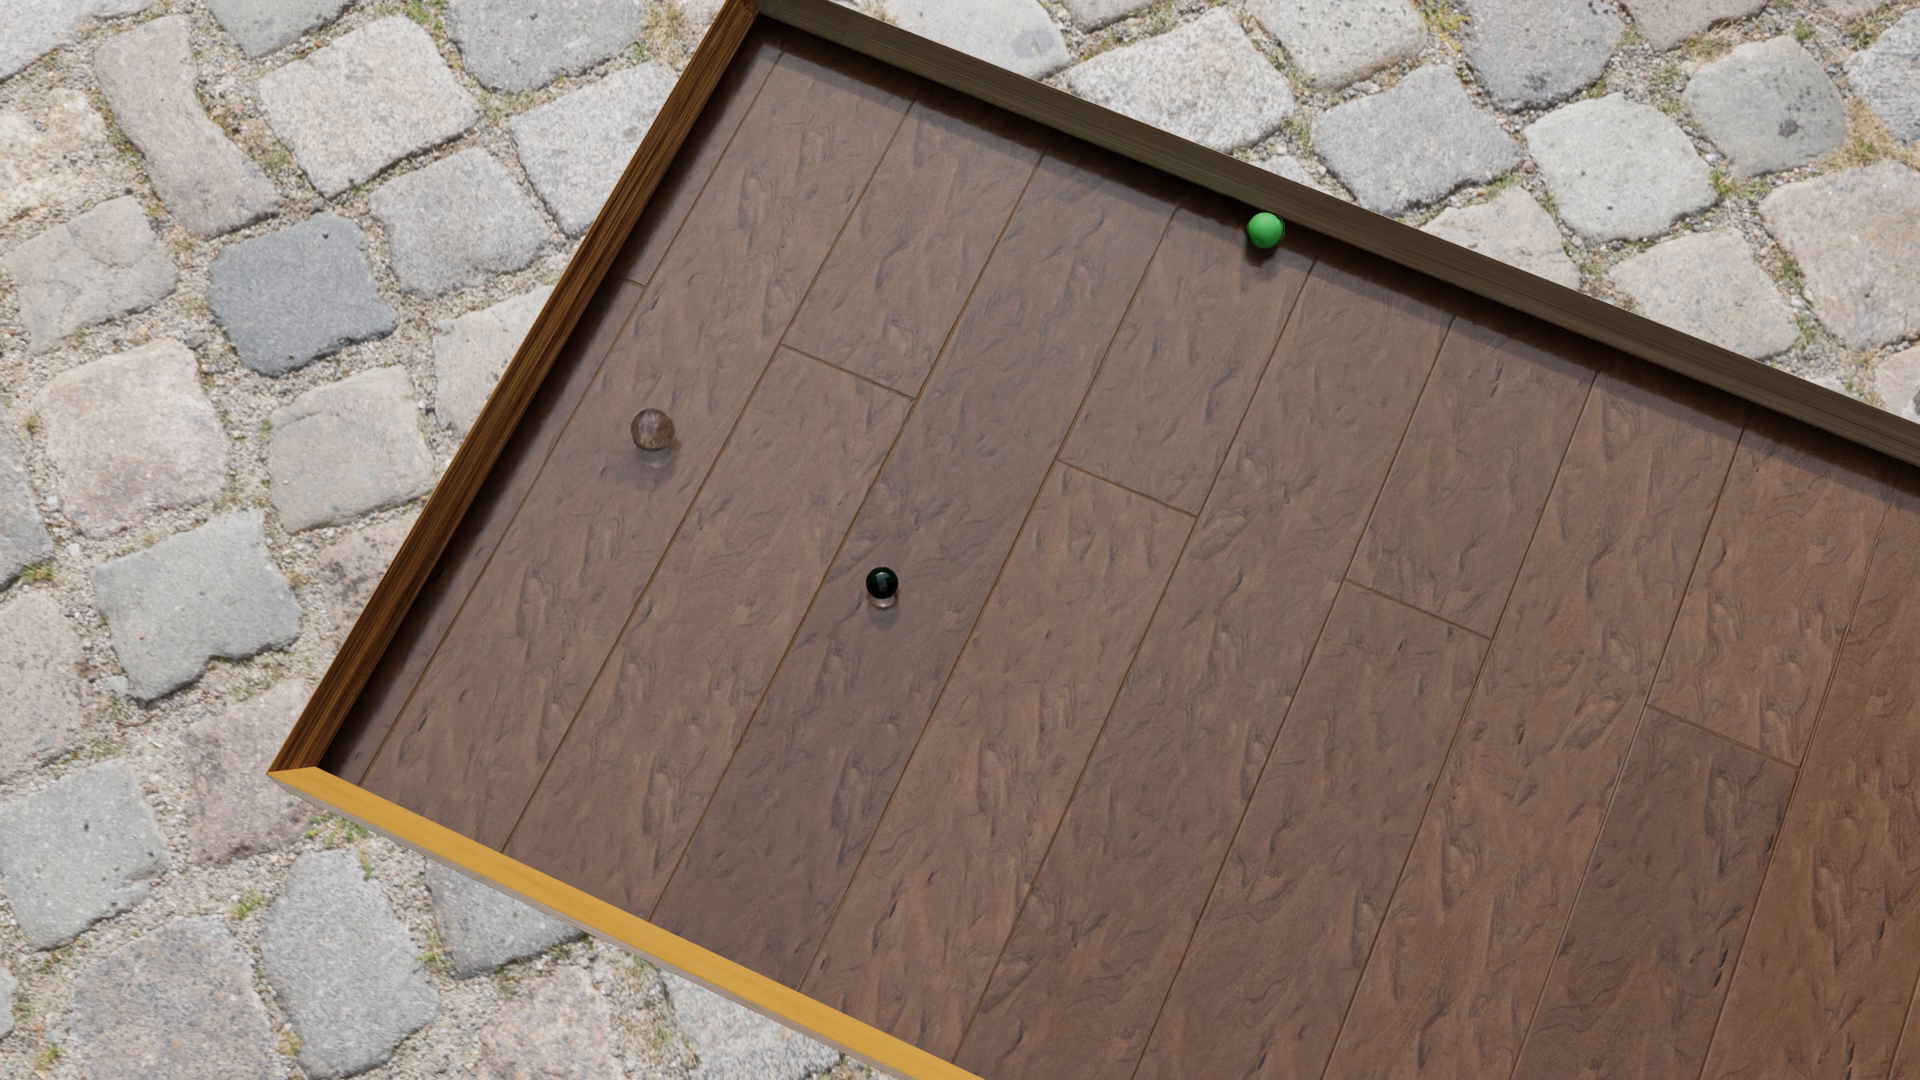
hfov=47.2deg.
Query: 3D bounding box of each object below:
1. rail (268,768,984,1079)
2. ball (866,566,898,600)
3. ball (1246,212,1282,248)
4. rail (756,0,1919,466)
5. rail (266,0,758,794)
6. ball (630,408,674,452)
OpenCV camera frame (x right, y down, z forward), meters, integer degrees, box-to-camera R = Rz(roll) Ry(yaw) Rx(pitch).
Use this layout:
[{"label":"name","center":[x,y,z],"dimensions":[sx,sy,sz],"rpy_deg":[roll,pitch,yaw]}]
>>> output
[{"label":"rail","center":[0.383,0.947,3.092],"dimensions":[3.103,0.091,0.045],"rpy_deg":[23,70,9]},{"label":"ball","center":[-0.123,0.067,3.464],"dimensions":[0.052,0.052,0.052],"rpy_deg":[0,68,0]},{"label":"ball","center":[0.512,-0.520,3.694],"dimensions":[0.060,0.060,0.060],"rpy_deg":[0,68,0]},{"label":"rail","center":[1.027,-0.357,3.612],"dimensions":[3.103,0.091,0.045],"rpy_deg":[23,70,9]},{"label":"rail","center":[-0.684,-0.297,3.588],"dimensions":[0.045,0.091,1.591],"rpy_deg":[23,70,9]},{"label":"ball","center":[-0.497,-0.178,3.552],"dimensions":[0.070,0.070,0.070],"rpy_deg":[0,68,0]}]
